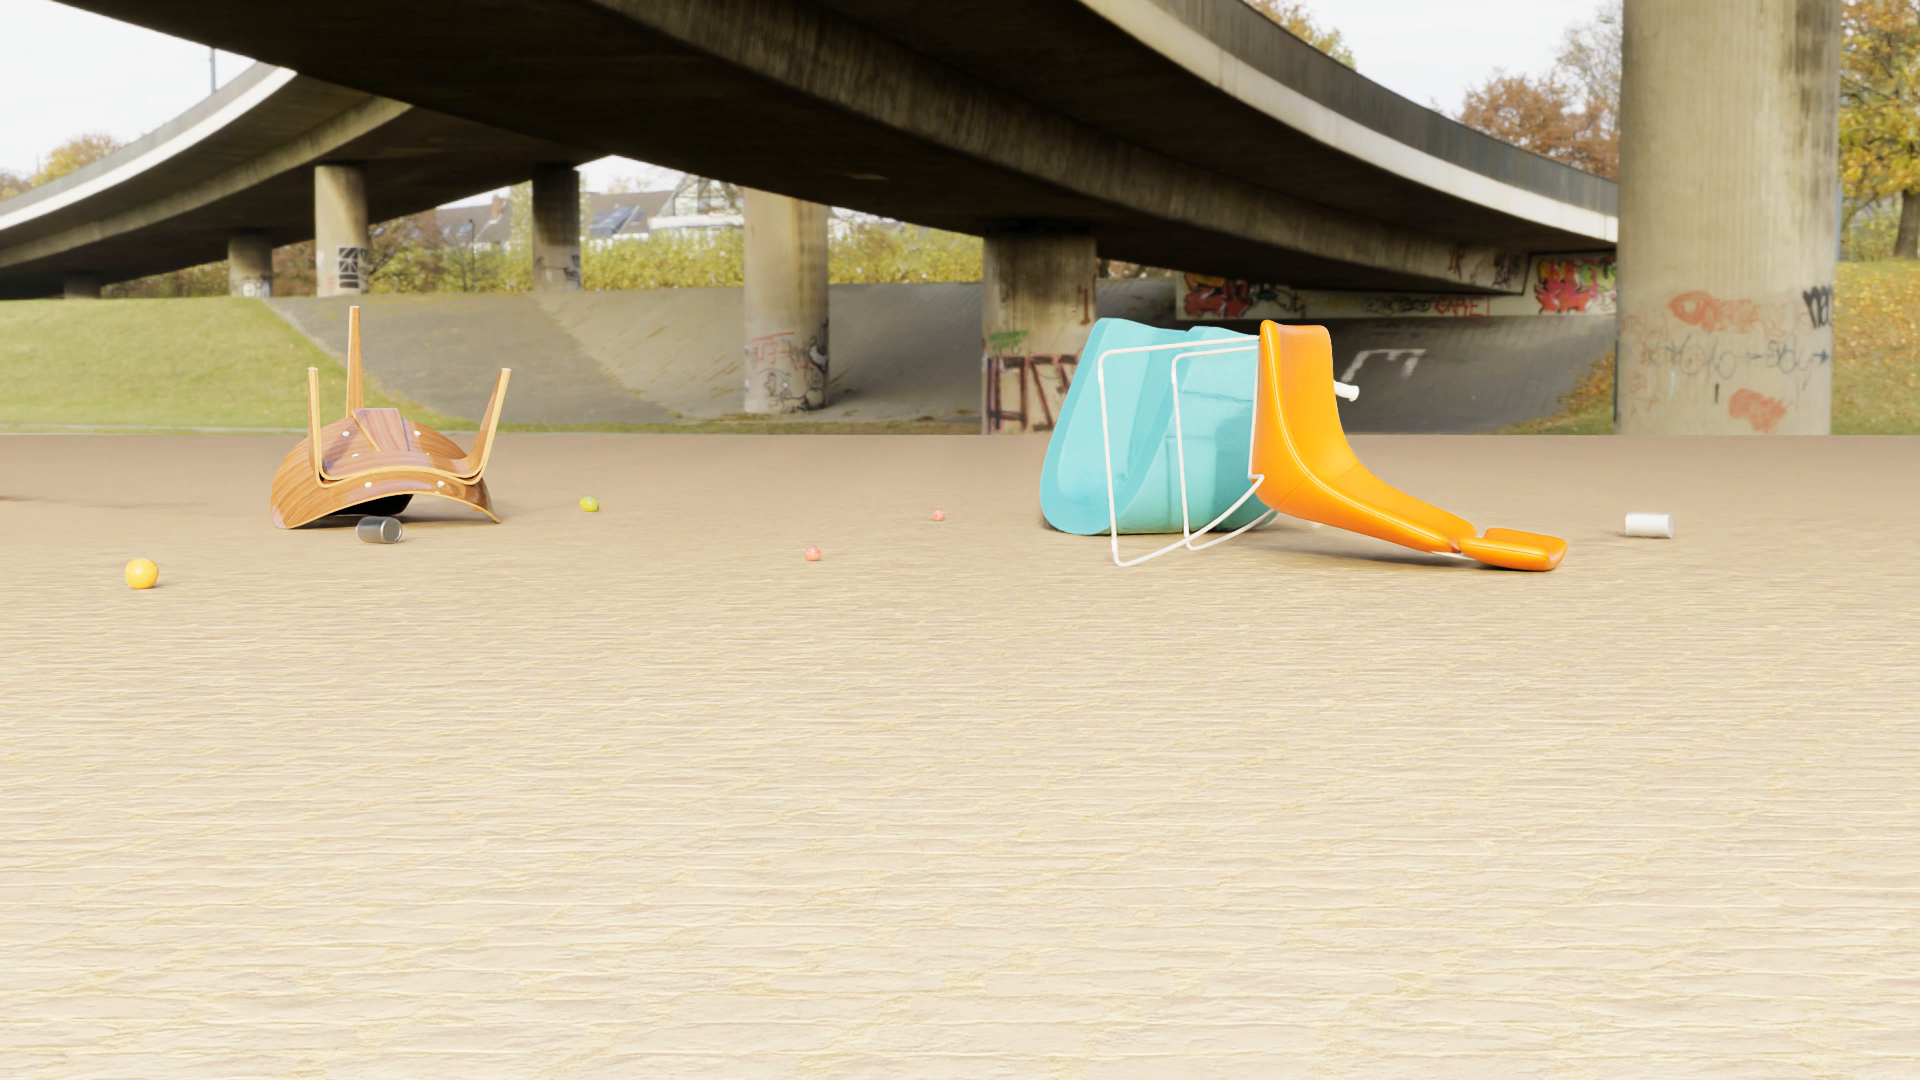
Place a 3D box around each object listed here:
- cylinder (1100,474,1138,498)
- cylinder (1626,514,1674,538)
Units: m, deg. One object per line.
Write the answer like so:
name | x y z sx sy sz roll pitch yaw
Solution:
cylinder | 0.656 -0.222 9.058 0.110 0.089 0.134 2 -18 28
cylinder | 2.080 -0.043 6.632 0.122 0.067 0.122 2 -13 26
